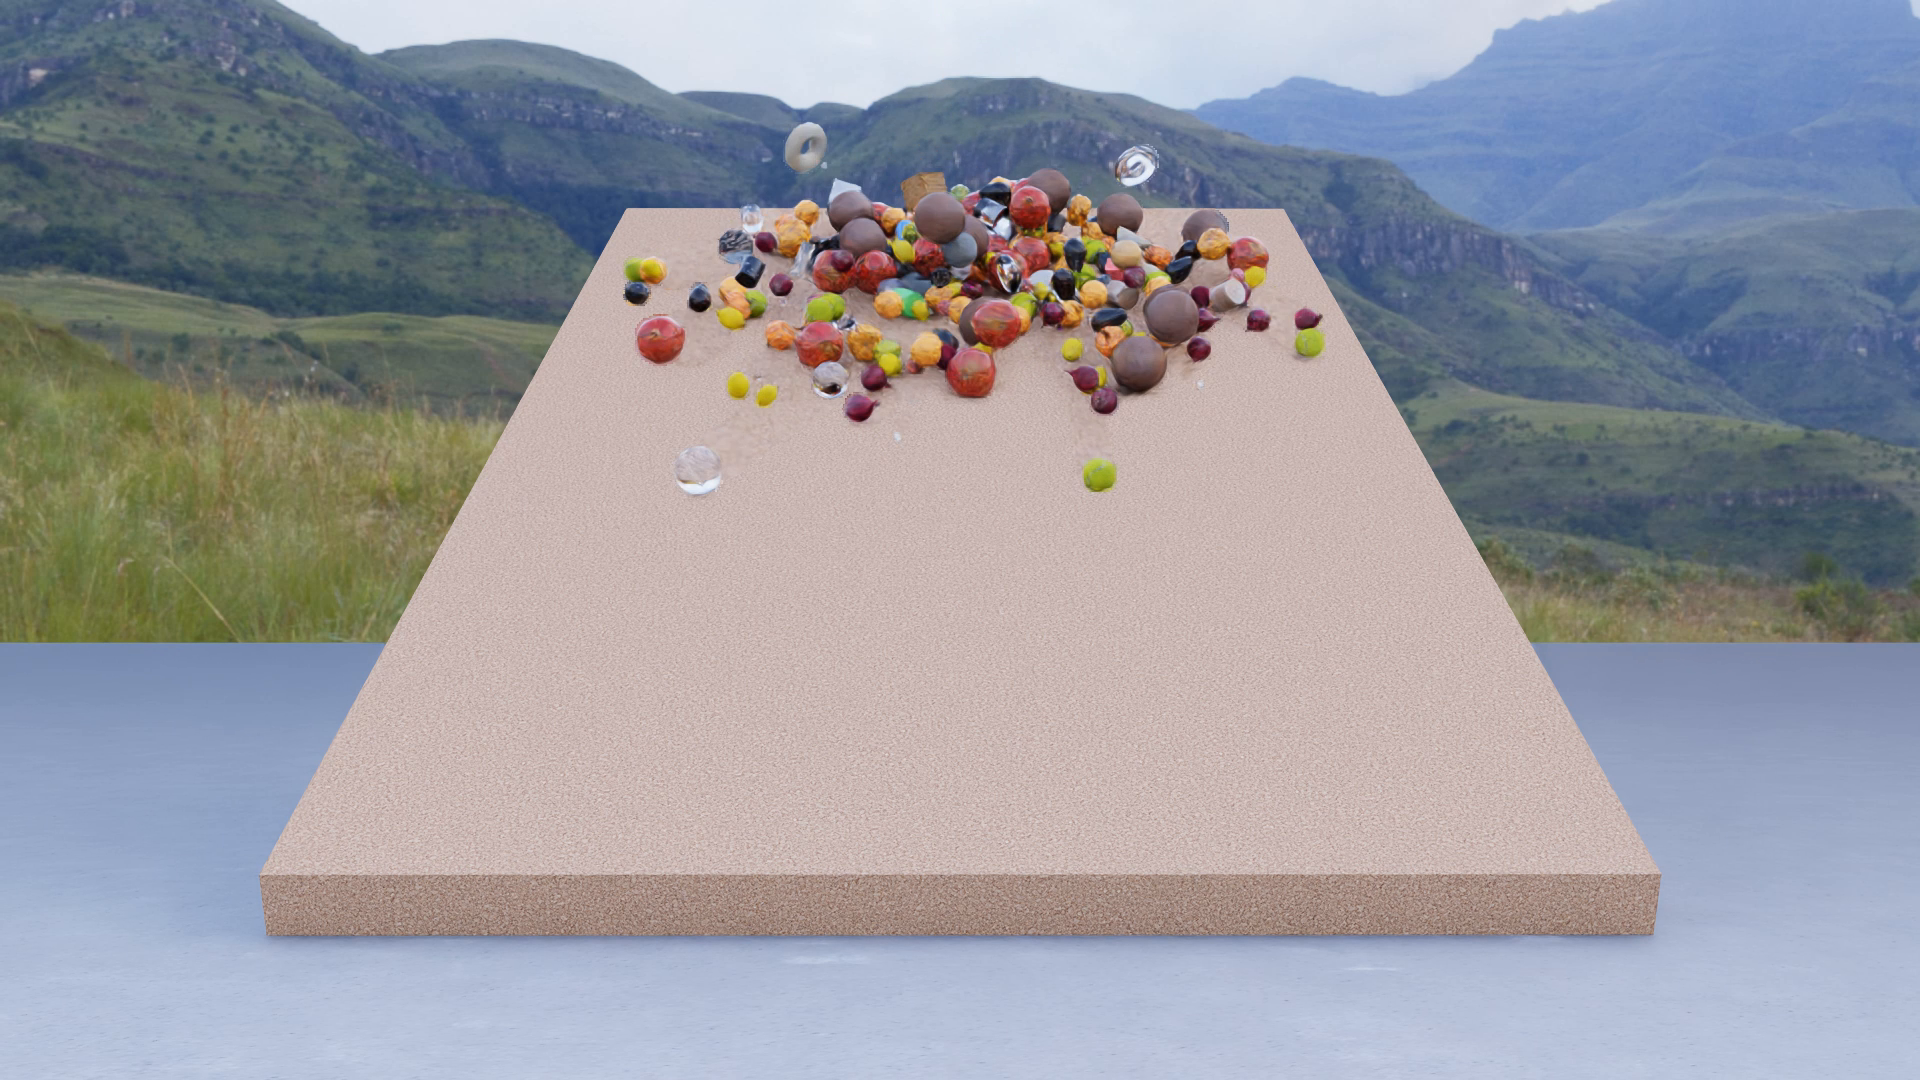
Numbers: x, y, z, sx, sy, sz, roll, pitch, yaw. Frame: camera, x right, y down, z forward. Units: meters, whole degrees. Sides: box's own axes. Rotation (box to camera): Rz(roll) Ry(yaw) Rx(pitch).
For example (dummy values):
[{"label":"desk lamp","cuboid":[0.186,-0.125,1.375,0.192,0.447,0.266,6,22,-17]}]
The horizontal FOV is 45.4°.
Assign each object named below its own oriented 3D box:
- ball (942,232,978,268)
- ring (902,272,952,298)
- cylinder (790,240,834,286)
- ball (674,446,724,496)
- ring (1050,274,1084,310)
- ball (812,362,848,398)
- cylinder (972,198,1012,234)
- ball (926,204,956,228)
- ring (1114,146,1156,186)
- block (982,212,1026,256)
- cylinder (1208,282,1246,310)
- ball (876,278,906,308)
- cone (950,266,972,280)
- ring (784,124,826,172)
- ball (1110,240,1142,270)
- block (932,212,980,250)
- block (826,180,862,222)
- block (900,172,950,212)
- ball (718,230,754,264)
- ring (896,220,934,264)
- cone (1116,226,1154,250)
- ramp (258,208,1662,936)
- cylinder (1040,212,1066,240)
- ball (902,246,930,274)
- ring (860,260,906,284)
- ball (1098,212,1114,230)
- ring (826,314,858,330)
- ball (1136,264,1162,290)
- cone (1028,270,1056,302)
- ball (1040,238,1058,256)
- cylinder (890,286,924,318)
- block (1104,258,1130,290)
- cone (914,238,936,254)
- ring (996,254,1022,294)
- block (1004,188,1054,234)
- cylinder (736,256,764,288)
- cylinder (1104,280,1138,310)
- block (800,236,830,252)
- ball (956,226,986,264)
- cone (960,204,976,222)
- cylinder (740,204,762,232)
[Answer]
[{"label":"ball","cuboid":[-0.001,-0.731,5.776,0.091,0.091,0.091,0,-2,0]},{"label":"ring","cuboid":[-0.092,-0.680,6.099,0.139,0.046,0.139,0,22,0]},{"label":"cylinder","cuboid":[-0.393,-0.736,6.098,0.093,0.093,0.093,24,6,-2]},{"label":"ball","cuboid":[-0.534,-0.141,4.678,0.100,0.100,0.100,0,-2,0]},{"label":"ring","cuboid":[0.275,-0.640,5.940,0.037,0.112,0.112,-41,-19,20]},{"label":"ball","cuboid":[-0.298,-0.368,5.264,0.086,0.086,0.086,0,-2,0]},{"label":"cylinder","cuboid":[0.087,-0.884,6.246,0.077,0.077,0.077,30,13,28]},{"label":"ball","cuboid":[-0.053,-0.943,6.689,0.086,0.086,0.086,0,-2,0]},{"label":"ring","cuboid":[0.453,-0.966,5.922,0.117,0.039,0.117,-19,-37,-15]},{"label":"block","cuboid":[0.122,-0.853,6.403,0.086,0.086,0.086,-3,-21,26]},{"label":"cylinder","cuboid":[0.687,-0.628,5.907,0.069,0.069,0.069,2,-2,-37]},{"label":"ball","cuboid":[-0.176,-0.641,5.952,0.081,0.081,0.081,0,-2,0]},{"label":"cone","cuboid":[0.009,-0.720,6.077,0.057,0.057,0.057,-1,12,14]},{"label":"ring","cuboid":[-0.411,-1.047,6.112,0.045,0.136,0.136,32,18,35]},{"label":"ball","cuboid":[0.428,-0.736,5.918,0.081,0.081,0.081,0,-2,0]},{"label":"block","cuboid":[-0.014,-0.845,6.343,0.084,0.084,0.084,27,-22,-35]},{"label":"block","cuboid":[-0.333,-0.967,6.539,0.077,0.077,0.077,16,-23,-2]},{"label":"block","cuboid":[-0.100,-1.001,6.605,0.090,0.090,0.090,-18,-6,42]},{"label":"ball","cuboid":[-0.609,-0.798,6.244,0.096,0.096,0.096,0,-2,0]},{"label":"ring","cuboid":[-0.123,-0.820,6.344,0.048,0.145,0.145,-33,-14,18]},{"label":"cone","cuboid":[0.475,-0.797,6.171,0.096,0.096,0.096,4,-1,13]},{"label":"ramp","cuboid":[-0.006,-0.220,5.146,2.000,0.100,4.000,0,22,0]},{"label":"cylinder","cuboid":[0.263,-0.884,6.457,0.057,0.057,0.057,17,-26,9]},{"label":"ball","cuboid":[-0.118,-0.752,6.158,0.077,0.077,0.077,0,-2,0]},{"label":"ring","cuboid":[-0.209,-0.726,6.219,0.129,0.043,0.129,0,21,0]},{"label":"ball","cuboid":[0.430,-0.938,6.739,0.050,0.050,0.050,0,-2,0]},{"label":"ring","cuboid":[-0.299,-0.552,5.804,0.080,0.027,0.080,1,22,0]},{"label":"ball","cuboid":[0.505,-0.700,6.119,0.070,0.070,0.070,0,-2,0]},{"label":"cone","cuboid":[0.226,-0.662,6.063,0.090,0.090,0.090,0,-5,5]},{"label":"ball","cuboid":[0.250,-0.825,6.455,0.053,0.053,0.053,0,-2,0]},{"label":"cylinder","cuboid":[-0.138,-0.610,5.896,0.066,0.066,0.066,1,28,-31]},{"label":"block","cuboid":[0.421,-0.709,6.133,0.062,0.062,0.062,3,36,7]},{"label":"cone","cuboid":[-0.105,-0.813,6.271,0.058,0.058,0.058,36,6,13]},{"label":"ring","cuboid":[0.125,-0.675,5.823,0.035,0.105,0.105,-23,3,-13]},{"label":"block","cuboid":[0.204,-0.939,6.553,0.096,0.096,0.096,-22,-9,27]},{"label":"cylinder","cuboid":[-0.492,-0.628,5.381,0.053,0.053,0.053,15,-32,9]},{"label":"cylinder","cuboid":[0.421,-0.638,5.971,0.065,0.065,0.065,1,18,-31]},{"label":"block","cuboid":[-0.401,-0.802,6.342,0.060,0.060,0.060,12,23,17]},{"label":"ball","cuboid":[0.019,-0.785,6.122,0.099,0.099,0.099,0,-2,0]},{"label":"cone","cuboid":[0.037,-0.955,6.804,0.071,0.071,0.071,0,-5,4]},{"label":"cylinder","cuboid":[-0.599,-0.925,6.595,0.060,0.060,0.060,0,37,-11]}]
